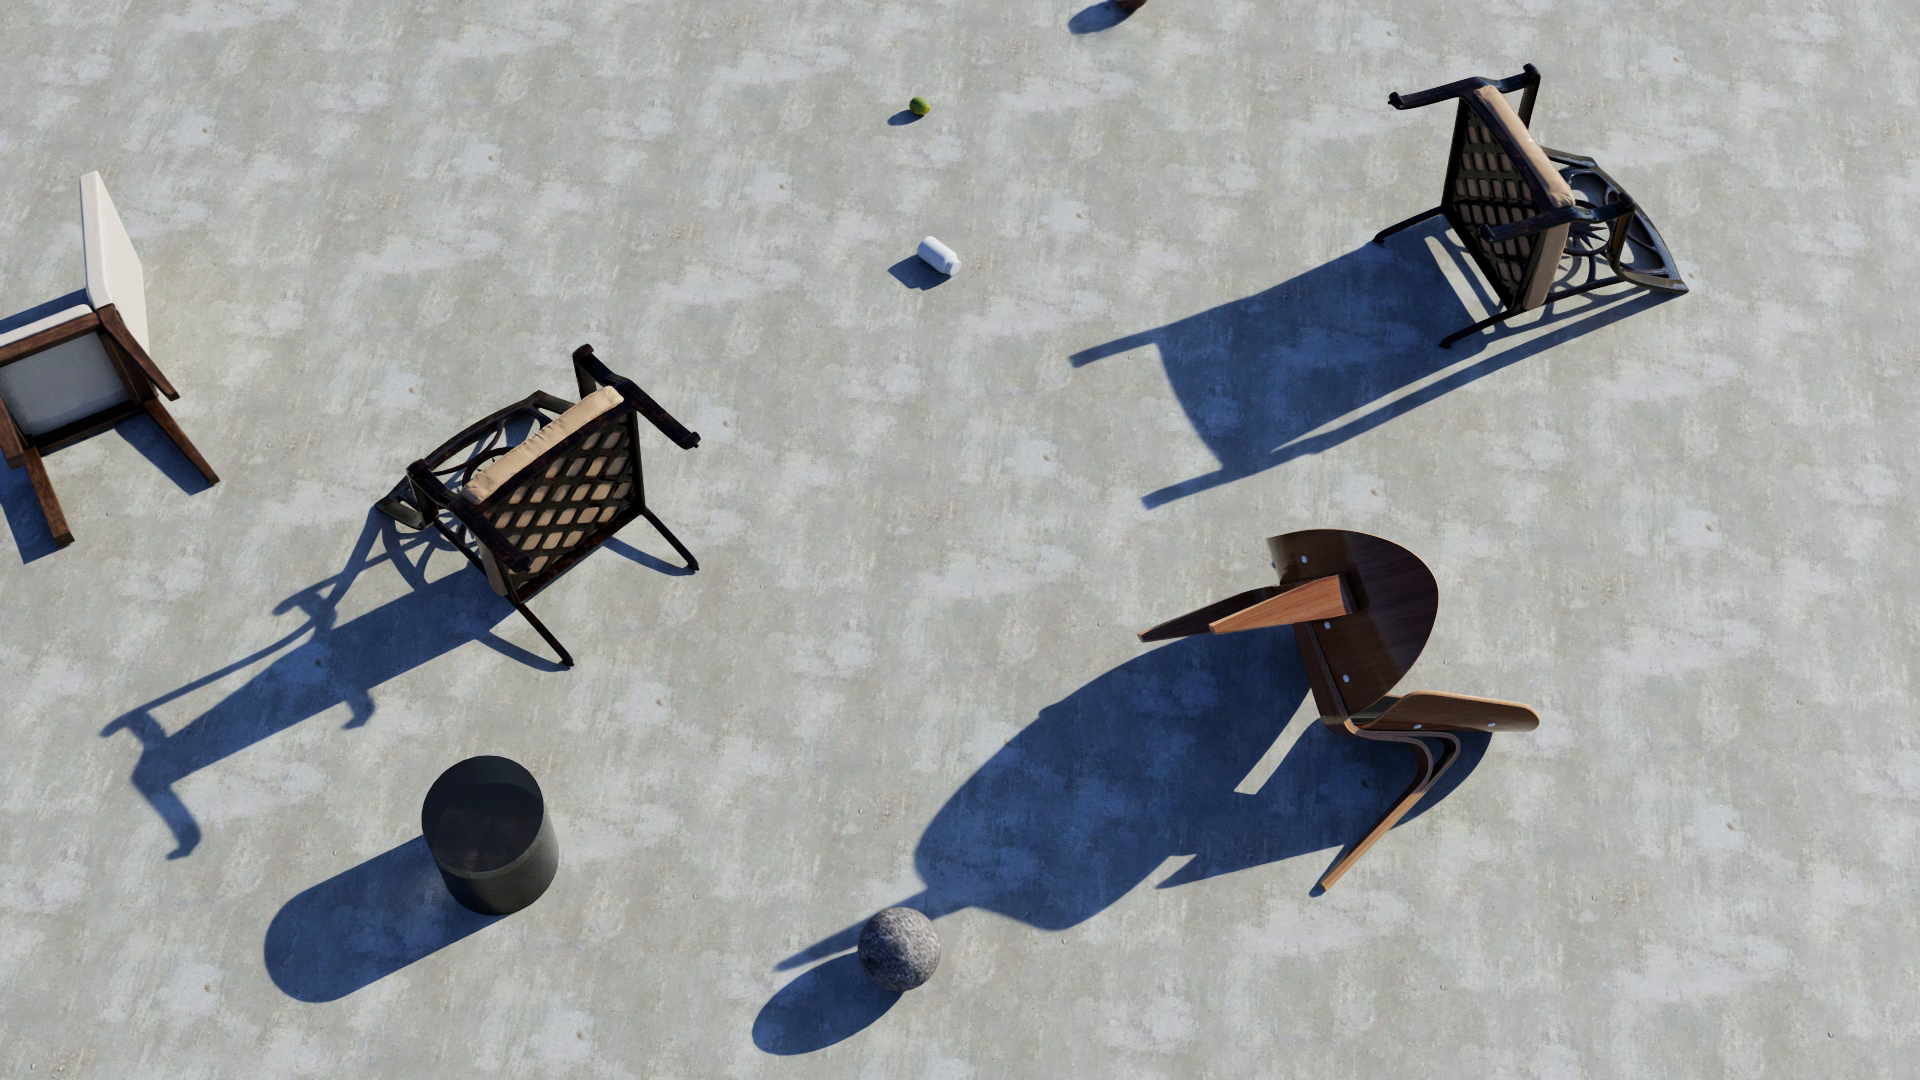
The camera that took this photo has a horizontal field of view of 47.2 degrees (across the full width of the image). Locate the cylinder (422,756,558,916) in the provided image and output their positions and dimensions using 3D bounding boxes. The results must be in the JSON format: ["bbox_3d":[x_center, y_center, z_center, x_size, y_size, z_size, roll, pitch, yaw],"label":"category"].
[{"bbox_3d":[-1.252,0.791,5.880,0.320,0.271,0.343,-11,57,-8],"label":"cylinder"}]

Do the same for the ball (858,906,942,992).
[{"bbox_3d":[-0.158,1.065,5.728,0.218,0.218,0.218,0,56,0],"label":"ball"}]
